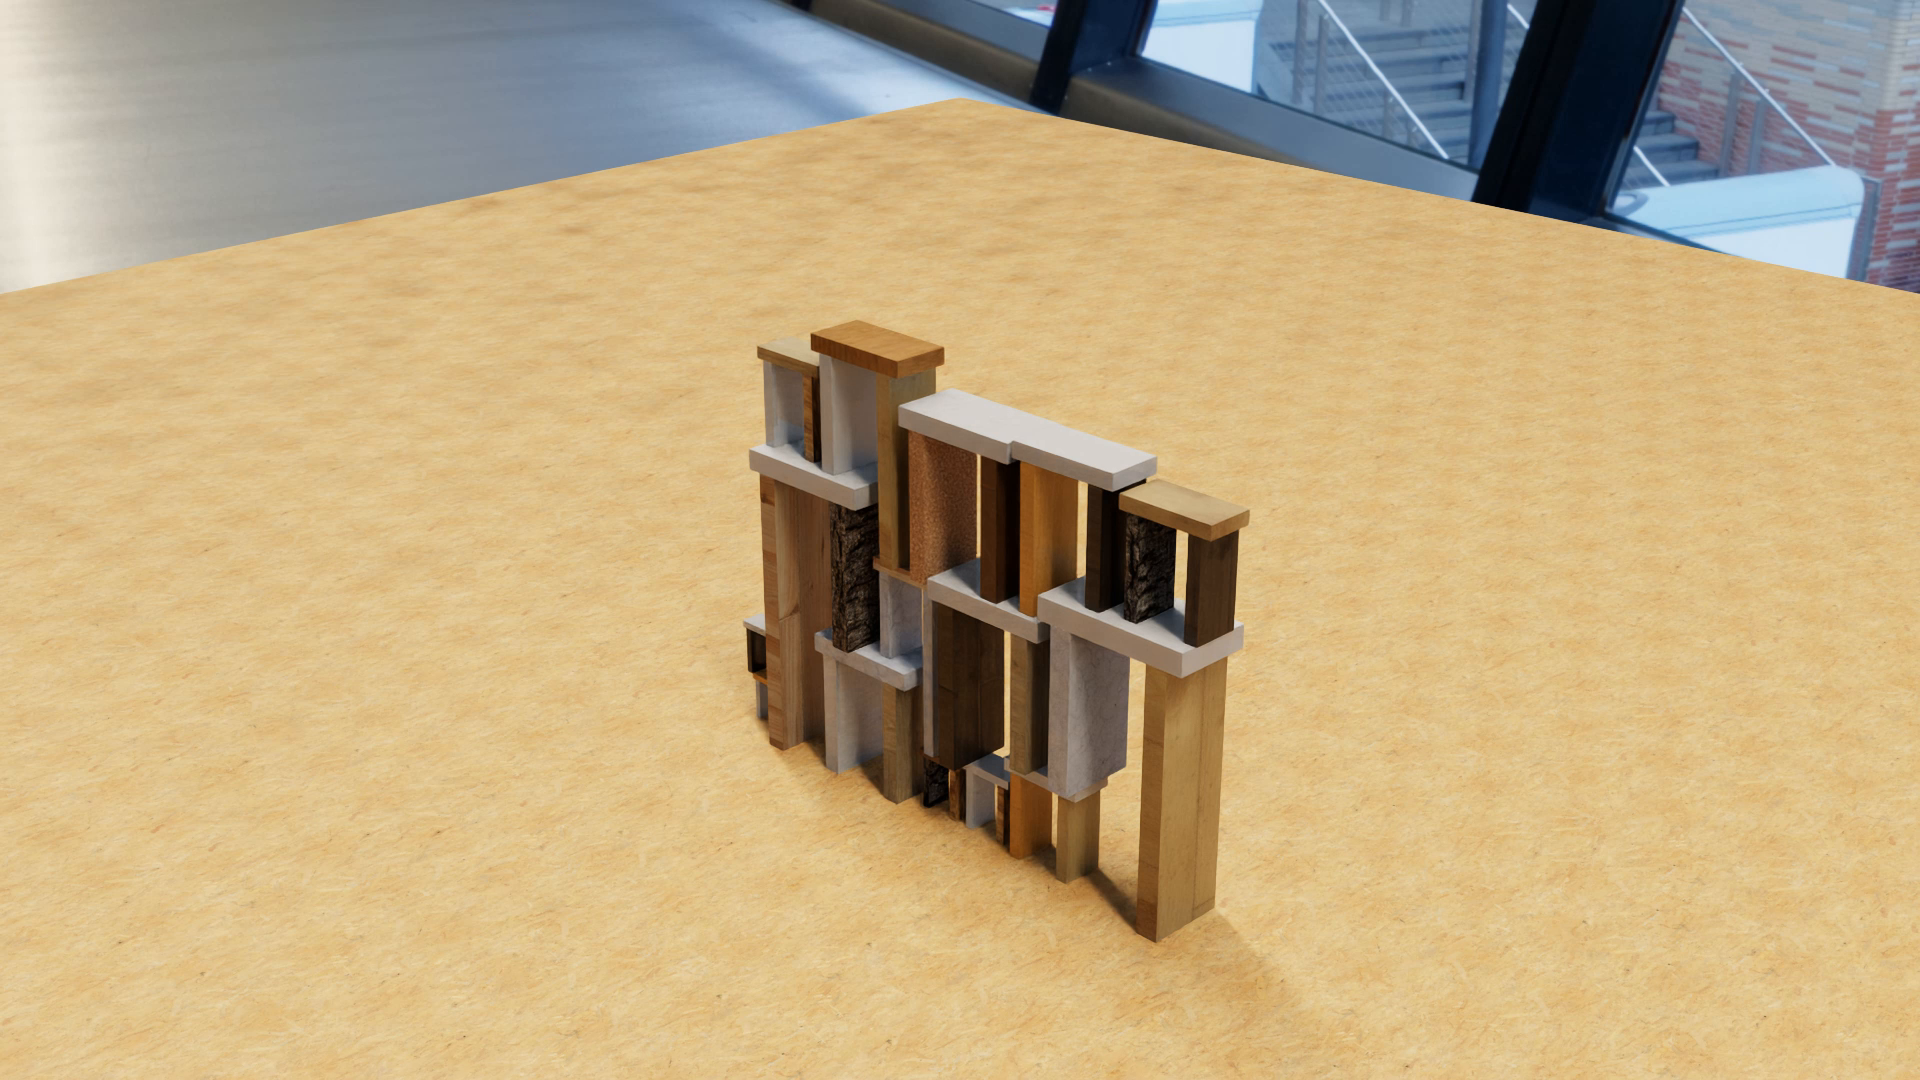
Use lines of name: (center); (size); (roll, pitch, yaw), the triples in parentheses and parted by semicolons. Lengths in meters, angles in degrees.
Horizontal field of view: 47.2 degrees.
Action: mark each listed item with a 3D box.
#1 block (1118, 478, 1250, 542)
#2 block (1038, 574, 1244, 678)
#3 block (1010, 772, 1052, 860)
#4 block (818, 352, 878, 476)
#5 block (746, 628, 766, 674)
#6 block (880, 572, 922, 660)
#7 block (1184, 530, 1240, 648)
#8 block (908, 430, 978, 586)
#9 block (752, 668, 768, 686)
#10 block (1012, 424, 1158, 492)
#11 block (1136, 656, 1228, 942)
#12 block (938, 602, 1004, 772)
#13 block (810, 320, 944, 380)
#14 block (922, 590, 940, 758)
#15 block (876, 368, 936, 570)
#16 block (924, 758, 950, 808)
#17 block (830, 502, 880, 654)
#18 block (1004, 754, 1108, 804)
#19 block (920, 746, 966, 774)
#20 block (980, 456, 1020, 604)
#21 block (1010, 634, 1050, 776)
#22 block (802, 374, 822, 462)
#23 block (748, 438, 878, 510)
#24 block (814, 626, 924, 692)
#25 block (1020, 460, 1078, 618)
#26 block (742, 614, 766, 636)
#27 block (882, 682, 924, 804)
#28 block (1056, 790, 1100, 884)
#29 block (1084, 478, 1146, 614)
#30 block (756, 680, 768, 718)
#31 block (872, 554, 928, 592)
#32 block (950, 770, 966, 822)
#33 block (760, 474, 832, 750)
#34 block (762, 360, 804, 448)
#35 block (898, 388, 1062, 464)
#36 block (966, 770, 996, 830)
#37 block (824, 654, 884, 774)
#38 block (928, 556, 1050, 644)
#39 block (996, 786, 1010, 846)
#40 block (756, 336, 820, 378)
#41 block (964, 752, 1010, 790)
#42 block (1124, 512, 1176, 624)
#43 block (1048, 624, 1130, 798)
block: (0.385, -0.053, 3.787); (0.205, 0.029, 0.103); (21, 31, 41)
block: (0.321, 0.146, 3.942); (0.340, 0.048, 0.170); (21, 31, 41)
block: (0.139, 0.523, 4.290); (0.093, 0.185, 0.026); (-21, 31, -41)
block: (-0.218, -0.262, 4.347); (0.123, 0.247, 0.035); (-21, 31, -41)
block: (-0.441, 0.234, 4.809); (0.015, 0.105, 0.053); (21, 31, 41)
block: (-0.118, 0.138, 4.416); (0.026, 0.185, 0.093); (21, 31, 41)
block: (0.433, 0.073, 3.788); (0.029, 0.205, 0.103); (21, 31, 41)
block: (-0.032, -0.080, 4.230); (0.143, 0.309, 0.041); (-21, 31, -40)
block: (-0.405, 0.303, 4.798); (0.091, 0.013, 0.045); (21, 31, 41)
block: (0.220, -0.148, 3.918); (0.239, 0.034, 0.120); (21, 31, 40)
block: (0.401, 0.454, 3.985); (0.170, 0.552, 0.048); (-21, 31, -41)
block: (0.023, 0.266, 4.305); (0.041, 0.352, 0.144); (21, 31, 41)
block: (-0.160, -0.369, 4.239); (0.123, 0.035, 0.247); (-21, 31, -40)
block: (-0.031, 0.253, 4.370); (0.093, 0.361, 0.026); (-21, 31, -40)
block: (-0.102, -0.146, 4.270); (0.123, 0.400, 0.035); (-21, 31, -40)
block: (-0.048, 0.484, 4.475); (0.057, 0.113, 0.016); (-21, 31, -41)
block: (-0.186, 0.054, 4.444); (0.045, 0.319, 0.160); (21, 31, 41)
block: (0.183, 0.443, 4.209); (0.093, 0.026, 0.185); (-21, 31, -40)
block: (-0.022, 0.435, 4.425); (0.057, 0.016, 0.113); (-21, 31, -40)
block: (0.102, -0.038, 4.101); (0.041, 0.286, 0.143); (21, 31, 40)
block: (0.159, 0.289, 4.170); (0.144, 0.287, 0.041); (-21, 31, -41)
block: (-0.270, -0.254, 4.411); (0.026, 0.183, 0.091); (21, 31, 41)
block: (-0.261, -0.144, 4.442); (0.319, 0.045, 0.160); (21, 31, 41)
block: (-0.158, 0.228, 4.490); (0.267, 0.038, 0.134); (21, 31, 41)
block: (0.163, -0.016, 4.035); (0.034, 0.300, 0.120); (21, 31, 40)
block: (-0.416, 0.188, 4.763); (0.105, 0.015, 0.053); (21, 31, 41)
block: (-0.095, 0.393, 4.491); (0.038, 0.267, 0.134); (21, 31, 41)
block: (0.227, 0.557, 4.210); (0.093, 0.185, 0.026); (-21, 31, -41)
block: (0.278, -0.001, 3.920); (0.034, 0.239, 0.120); (21, 31, 41)
block: (-0.427, 0.342, 4.838); (0.013, 0.091, 0.045); (21, 31, 41)
block: (-0.075, 0.058, 4.335); (0.093, 0.026, 0.185); (-21, 31, -40)
block: (0.005, 0.505, 4.426); (0.016, 0.113, 0.057); (21, 31, 41)
block: (-0.337, 0.135, 4.642); (0.045, 0.625, 0.160); (21, 31, 41)
block: (-0.356, -0.288, 4.491); (0.026, 0.183, 0.091); (21, 31, 41)
block: (0.035, -0.214, 4.099); (0.143, 0.041, 0.286); (-22, 31, -40)
block: (0.042, 0.509, 4.396); (0.018, 0.129, 0.064); (22, 32, 40)
block: (-0.221, 0.344, 4.607); (0.038, 0.267, 0.134); (21, 31, 41)
block: (0.090, 0.112, 4.167); (0.287, 0.041, 0.144); (22, 31, 40)
block: (0.102, 0.532, 4.341); (0.064, 0.129, 0.018); (-21, 31, -41)
block: (-0.313, -0.367, 4.410); (0.183, 0.026, 0.091); (21, 31, 41)
block: (0.072, 0.453, 4.339); (0.064, 0.018, 0.129); (-21, 30, -40)
block: (0.337, 0.036, 3.878); (0.103, 0.205, 0.029); (-21, 31, -41)
block: (0.241, 0.294, 4.091); (0.048, 0.340, 0.170); (21, 31, 40)
